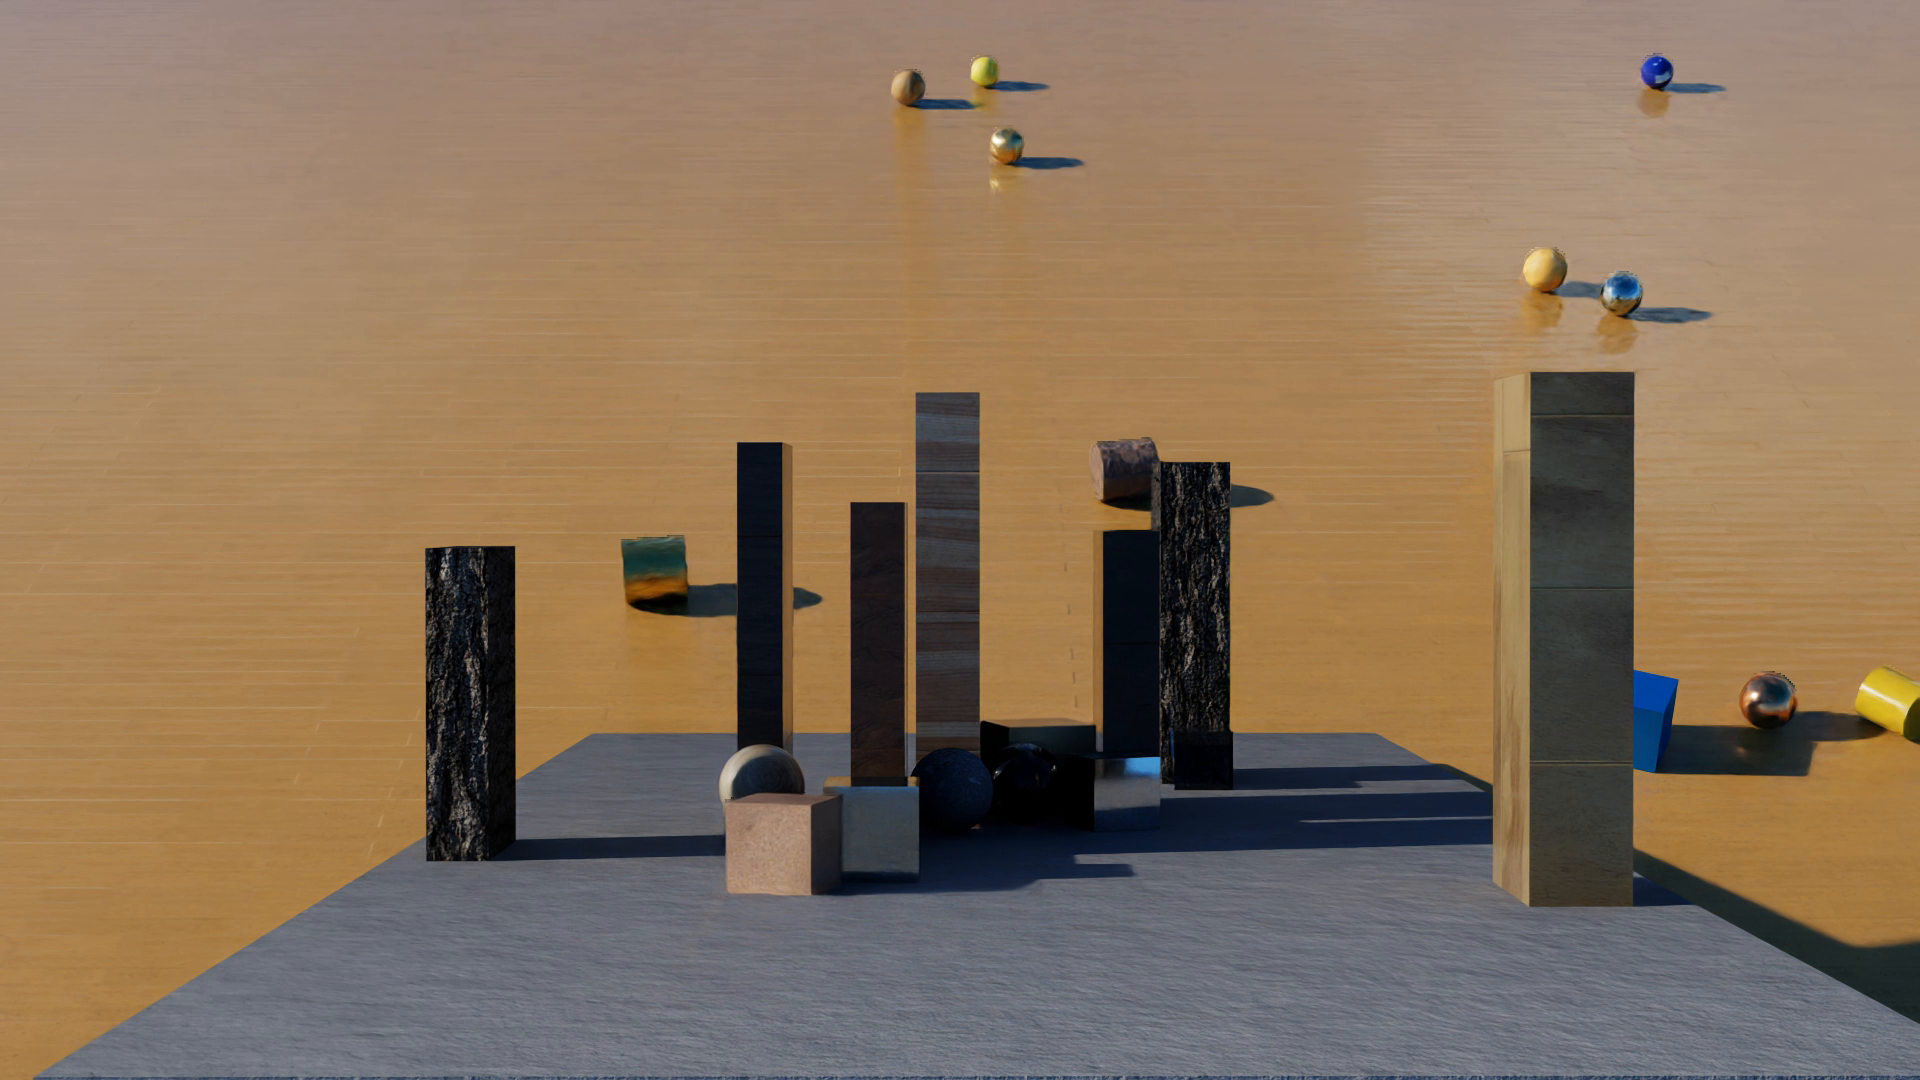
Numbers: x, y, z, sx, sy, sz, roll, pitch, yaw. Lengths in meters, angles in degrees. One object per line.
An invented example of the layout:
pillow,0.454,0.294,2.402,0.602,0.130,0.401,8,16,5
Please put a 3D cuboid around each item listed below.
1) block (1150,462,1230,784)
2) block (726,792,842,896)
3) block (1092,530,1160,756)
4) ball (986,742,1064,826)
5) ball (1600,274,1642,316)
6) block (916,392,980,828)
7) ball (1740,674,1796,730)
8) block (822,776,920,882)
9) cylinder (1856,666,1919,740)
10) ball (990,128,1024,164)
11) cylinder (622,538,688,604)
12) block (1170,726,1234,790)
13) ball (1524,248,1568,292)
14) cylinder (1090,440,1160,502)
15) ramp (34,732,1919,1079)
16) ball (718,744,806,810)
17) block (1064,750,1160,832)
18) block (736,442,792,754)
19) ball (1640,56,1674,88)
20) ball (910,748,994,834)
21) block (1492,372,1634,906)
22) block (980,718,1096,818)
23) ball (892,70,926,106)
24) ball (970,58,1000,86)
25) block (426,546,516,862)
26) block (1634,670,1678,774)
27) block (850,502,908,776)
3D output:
block,0.489,0.171,5.511,0.144,0.670,0.279,0,1,0
block,-0.265,0.459,3.904,0.134,0.134,0.134,0,1,18
block,0.314,0.248,4.907,0.104,0.531,0.347,0,1,0
ball,0.115,0.442,4.680,0.149,0.149,0.149,0,28,0
ball,2.358,-0.875,9.211,0.148,0.148,0.148,0,28,0
block,-0.022,0.124,4.800,0.115,0.781,0.330,0,1,0
ball,2.118,0.423,6.774,0.145,0.145,0.145,0,28,0
block,-0.136,0.451,4.031,0.147,0.147,0.147,0,1,0
cylinder,2.453,0.427,6.764,0.146,0.146,0.146,-19,33,-31
ball,0.193,-1.621,10.619,0.144,0.144,0.144,0,28,0
cylinder,-0.870,0.087,7.366,0.178,0.178,0.178,-4,28,-7
block,0.496,0.449,5.315,0.119,0.119,0.119,0,1,0
ball,2.132,-0.984,9.409,0.155,0.155,0.155,0,28,0
cylinder,0.507,-0.213,7.937,0.176,0.176,0.176,-5,28,-10
ramp,0.063,0.567,4.607,2.000,0.100,4.000,0,1,0
ball,-0.353,0.440,4.603,0.154,0.154,0.154,0,28,0
block,0.274,0.452,4.653,0.129,0.129,0.129,0,1,-22
block,-0.362,0.168,4.820,0.082,0.694,0.287,0,1,0
ball,3.099,-2.079,11.483,0.142,0.142,0.142,0,28,0
ball,-0.016,0.442,4.563,0.151,0.151,0.151,0,28,0
block,0.893,0.142,3.837,0.149,0.768,0.252,0,1,0
block,0.146,0.429,4.857,0.171,0.171,0.171,0,1,-17
ball,-0.226,-1.974,11.278,0.149,0.149,0.149,0,28,0
ball,0.111,-2.084,11.504,0.130,0.130,0.130,0,28,0
block,-0.818,0.266,4.328,0.101,0.509,0.260,0,1,0
block,1.732,0.460,6.665,0.181,0.181,0.181,12,30,22
block,-0.136,0.228,4.393,0.087,0.584,0.338,0,1,0
